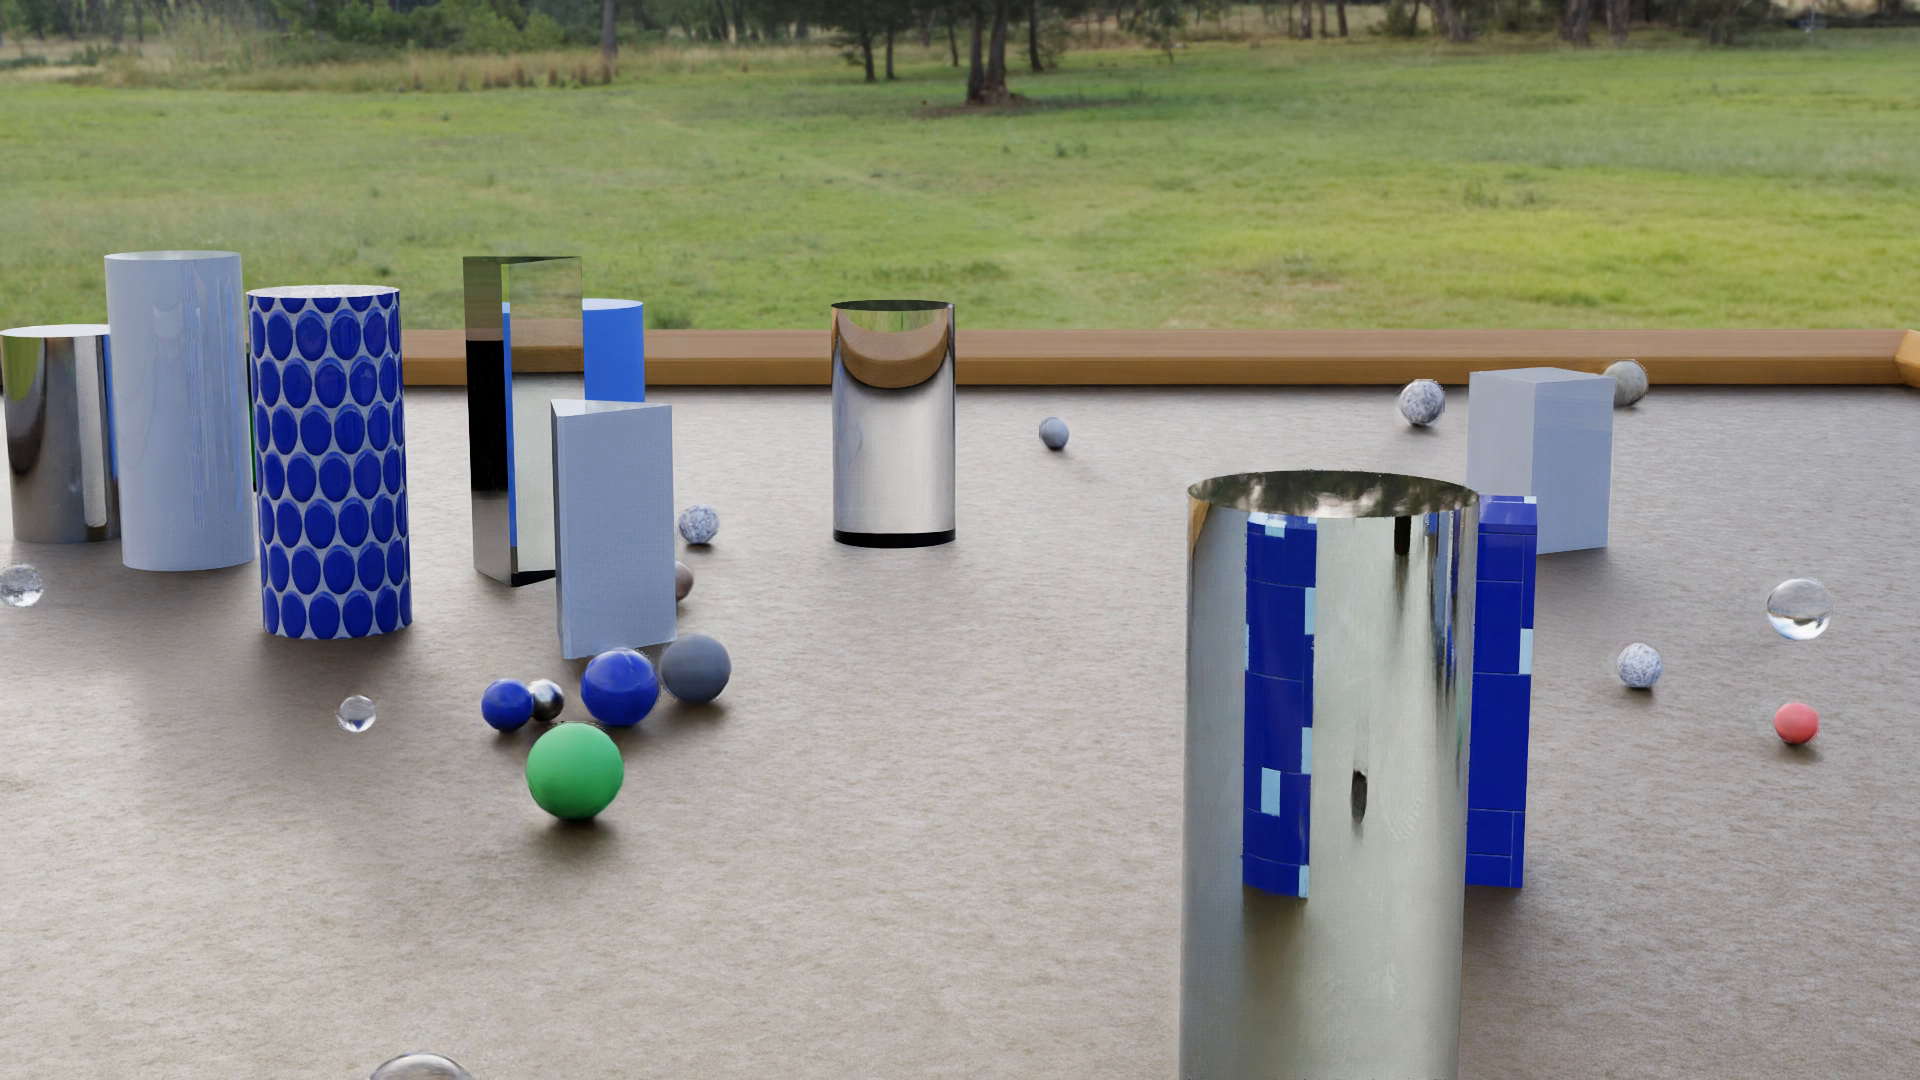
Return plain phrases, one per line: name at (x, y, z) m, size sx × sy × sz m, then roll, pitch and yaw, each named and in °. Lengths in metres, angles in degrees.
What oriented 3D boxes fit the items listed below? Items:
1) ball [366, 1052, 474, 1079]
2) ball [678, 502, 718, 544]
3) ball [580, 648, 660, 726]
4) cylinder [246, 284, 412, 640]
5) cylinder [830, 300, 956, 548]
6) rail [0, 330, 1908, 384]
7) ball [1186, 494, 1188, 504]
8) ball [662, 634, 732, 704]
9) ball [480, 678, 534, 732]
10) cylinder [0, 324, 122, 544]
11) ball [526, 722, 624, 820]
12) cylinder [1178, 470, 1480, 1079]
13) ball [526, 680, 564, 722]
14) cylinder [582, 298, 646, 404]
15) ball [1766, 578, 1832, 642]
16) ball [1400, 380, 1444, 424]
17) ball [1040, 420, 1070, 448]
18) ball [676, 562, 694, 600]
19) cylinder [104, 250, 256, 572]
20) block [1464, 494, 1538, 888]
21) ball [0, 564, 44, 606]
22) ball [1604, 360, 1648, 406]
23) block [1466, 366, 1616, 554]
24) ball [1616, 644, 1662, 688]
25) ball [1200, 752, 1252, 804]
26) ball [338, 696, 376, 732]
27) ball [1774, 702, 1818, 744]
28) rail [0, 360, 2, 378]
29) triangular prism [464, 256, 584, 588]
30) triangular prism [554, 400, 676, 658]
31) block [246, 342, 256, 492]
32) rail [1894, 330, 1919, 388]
ball at (-0.355, 0.380, 1.687) m, size 0.086 × 0.086 × 0.086 m, roll 0°, pitch 11°, yaw 0°
ball at (-0.401, -0.025, 3.931) m, size 0.063 × 0.063 × 0.063 m, roll 0°, pitch 11°, yaw 0°
ball at (-0.378, 0.163, 2.851) m, size 0.087 × 0.087 × 0.087 m, roll 0°, pitch 11°, yaw 0°
cylinder at (-0.818, -0.105, 3.338) m, size 0.191 × 0.437 × 0.191 m, roll 0°, pitch 11°, yaw 0°
cylinder at (-0.102, -0.182, 3.957) m, size 0.191 × 0.361 × 0.191 m, roll 0°, pitch 11°, yaw 0°
rail at (-0.014, -0.415, 5.851) m, size 4.377 × 0.124 × 0.045 m, roll 0°, pitch 11°, yaw 0°
ball at (0.394, -0.067, 4.196) m, size 0.047 × 0.047 × 0.047 m, roll 0°, pitch 11°, yaw 0°
ball at (-0.304, 0.147, 2.954) m, size 0.080 × 0.080 × 0.080 m, roll 0°, pitch 11°, yaw 0°
ball at (-0.499, 0.182, 2.829) m, size 0.058 × 0.058 × 0.058 m, roll 0°, pitch 11°, yaw 0°
cylinder at (-1.385, -0.168, 4.000) m, size 0.191 × 0.318 × 0.191 m, roll 0°, pitch 11°, yaw 0°
ball at (-0.375, 0.225, 2.498) m, size 0.094 × 0.094 × 0.094 m, roll 0°, pitch 11°, yaw 0°
cylinder at (0.246, 0.188, 1.737) m, size 0.191 × 0.446 × 0.191 m, roll 0°, pitch 11°, yaw 0°
ball at (-0.466, 0.180, 2.871) m, size 0.048 × 0.048 × 0.048 m, roll 0°, pitch 11°, yaw 0°
cylinder at (-0.589, -0.191, 4.015) m, size 0.191 × 0.357 × 0.191 m, roll 0°, pitch 11°, yaw 0°
ball at (1.070, 0.089, 3.270) m, size 0.081 × 0.081 × 0.081 m, roll 0°, pitch 11°, yaw 0°
ball at (0.940, -0.280, 5.224) m, size 0.090 × 0.090 × 0.090 m, roll 0°, pitch 11°, yaw 0°
ball at (0.182, -0.203, 4.906) m, size 0.056 × 0.056 × 0.056 m, roll 0°, pitch 11°, yaw 0°
ball at (-0.392, 0.056, 3.513) m, size 0.055 × 0.055 × 0.055 m, roll 0°, pitch 11°, yaw 0°
cylinder at (-1.145, -0.193, 3.776) m, size 0.191 × 0.450 × 0.191 m, roll 0°, pitch 11°, yaw 0°
block at (0.444, 0.133, 2.353) m, size 0.153 × 0.330 × 0.153 m, roll 2°, pitch 11°, yaw 12°
ball at (-1.273, 0.062, 3.479) m, size 0.057 × 0.057 × 0.057 m, roll 0°, pitch 11°, yaw 0°
ball at (1.430, -0.338, 5.519) m, size 0.096 × 0.096 × 0.096 m, roll 0°, pitch 11°, yaw 0°
block at (0.884, -0.124, 3.921) m, size 0.153 × 0.260 × 0.153 m, roll -5°, pitch 12°, yaw -27°
ball at (0.801, 0.148, 3.026) m, size 0.052 × 0.052 × 0.052 m, roll 0°, pitch 11°, yaw 0°
ball at (0.266, 0.236, 2.556) m, size 0.051 × 0.051 × 0.051 m, roll 0°, pitch 11°, yaw 0°
ball at (-0.664, 0.191, 2.827) m, size 0.041 × 0.041 × 0.041 m, roll 0°, pitch 11°, yaw 0°
ball at (0.905, 0.198, 2.778) m, size 0.045 × 0.045 × 0.045 m, roll 0°, pitch 11°, yaw 0°
rail at (-2.165, 0.034, 3.437) m, size 0.045 × 0.124 × 4.934 m, roll 0°, pitch 11°, yaw 0°
triangular prism at (-0.646, -0.176, 3.673) m, size 0.144 × 0.453 × 0.166 m, roll 6°, pitch 12°, yaw 30°
triangular prism at (-0.472, -0.021, 3.253) m, size 0.166 × 0.303 × 0.144 m, roll -9°, pitch 14°, yaw -41°
block at (-1.225, -0.216, 4.468) m, size 0.153 × 0.240 × 0.153 m, roll -7°, pitch 12°, yaw -31°
rail at (2.165, 0.030, 3.461) m, size 0.045 × 0.124 × 4.934 m, roll 0°, pitch 11°, yaw 0°
